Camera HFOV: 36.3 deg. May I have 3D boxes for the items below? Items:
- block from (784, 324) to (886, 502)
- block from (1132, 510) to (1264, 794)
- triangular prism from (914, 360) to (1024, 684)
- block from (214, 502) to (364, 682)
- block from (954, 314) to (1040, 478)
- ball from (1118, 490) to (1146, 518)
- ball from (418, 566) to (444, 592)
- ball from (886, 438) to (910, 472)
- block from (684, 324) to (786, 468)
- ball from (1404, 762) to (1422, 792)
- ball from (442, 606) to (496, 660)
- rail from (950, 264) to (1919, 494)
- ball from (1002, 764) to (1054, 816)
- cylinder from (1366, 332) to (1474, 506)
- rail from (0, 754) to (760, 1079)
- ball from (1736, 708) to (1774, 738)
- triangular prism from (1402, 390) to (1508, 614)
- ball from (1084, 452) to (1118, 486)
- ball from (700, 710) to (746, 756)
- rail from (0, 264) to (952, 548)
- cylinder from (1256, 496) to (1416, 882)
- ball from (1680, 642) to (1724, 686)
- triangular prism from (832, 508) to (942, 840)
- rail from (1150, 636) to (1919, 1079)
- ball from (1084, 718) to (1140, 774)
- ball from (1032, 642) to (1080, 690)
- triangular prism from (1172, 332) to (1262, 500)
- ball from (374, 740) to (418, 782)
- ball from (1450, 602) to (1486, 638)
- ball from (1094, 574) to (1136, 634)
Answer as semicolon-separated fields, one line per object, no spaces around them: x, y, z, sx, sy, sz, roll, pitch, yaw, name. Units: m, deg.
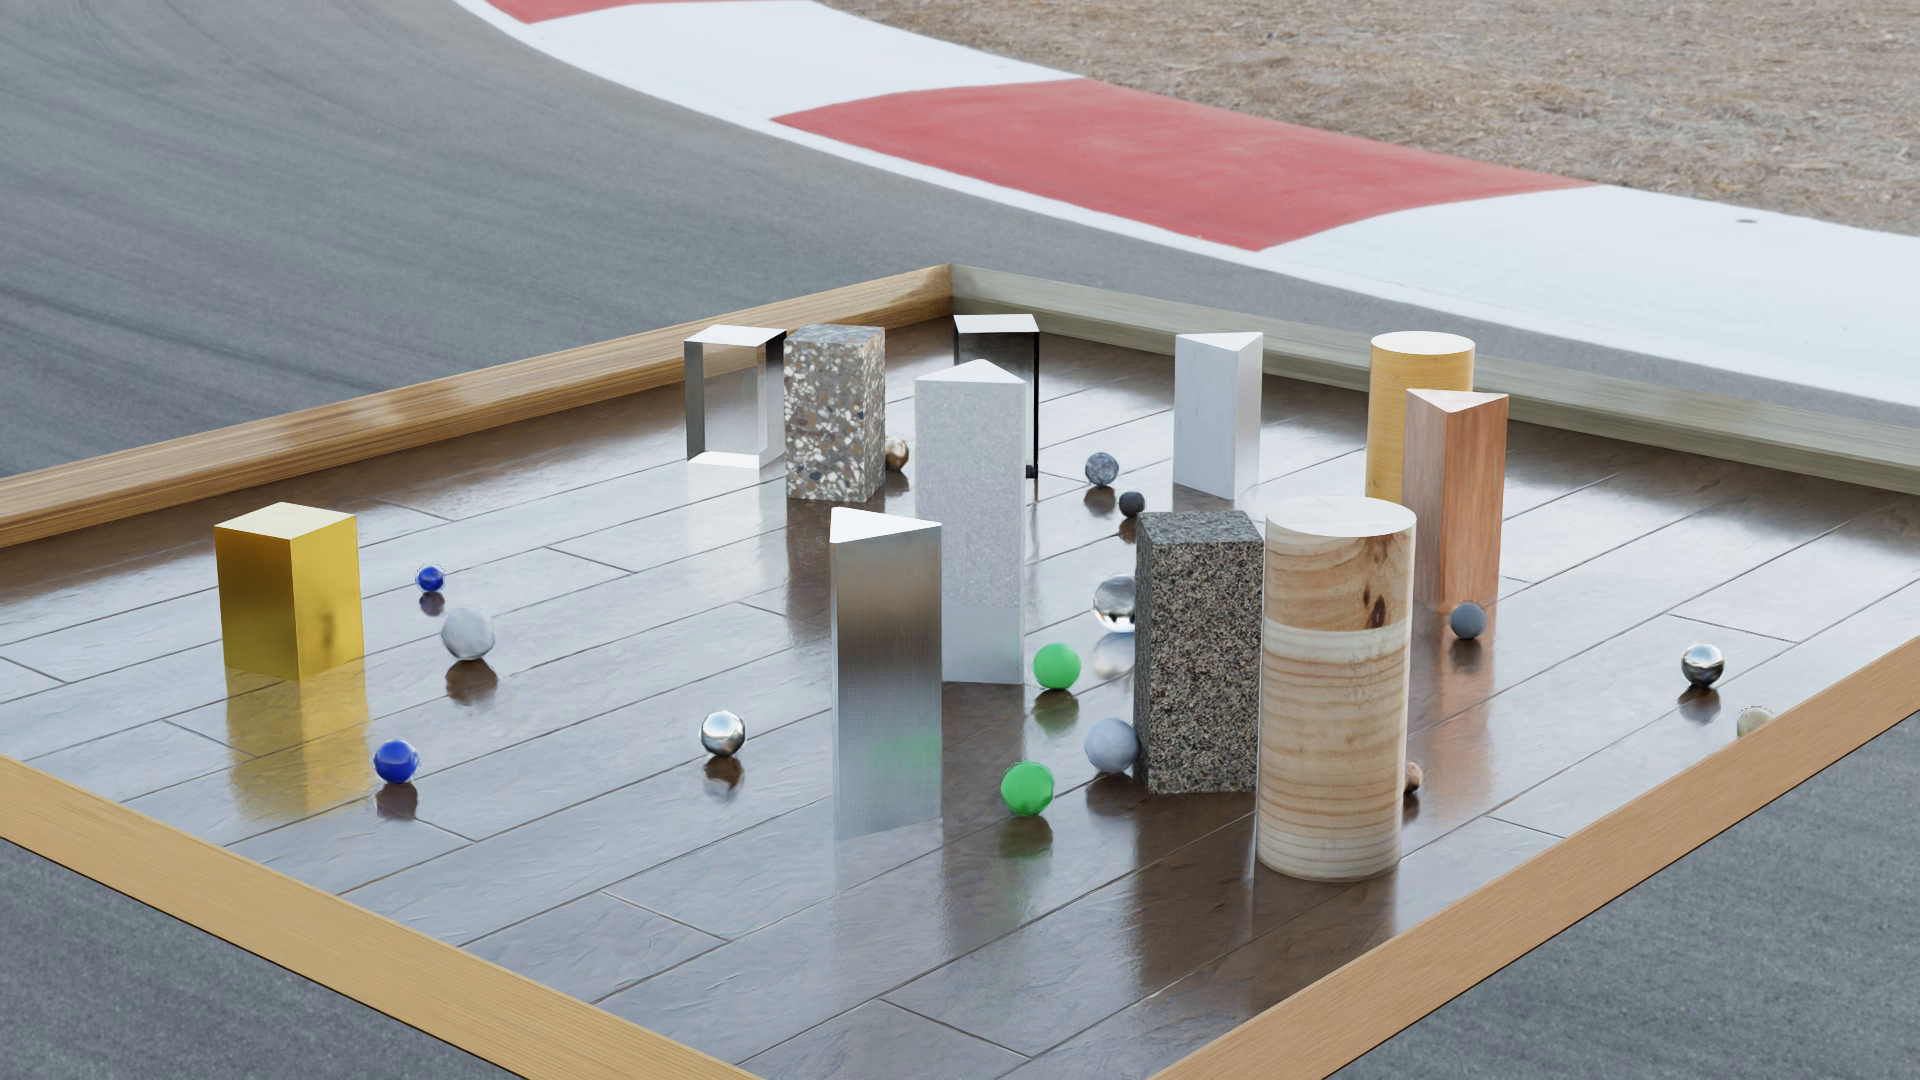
-0.244;-0.251;5.742;0.159;0.314;0.159;4;17;13;block
0.344;0.161;4.263;0.159;0.378;0.159;-1;17;-5;block
0.025;-0.032;4.702;0.172;0.495;0.149;2;17;7;triangular prism
-1.088;0.083;4.765;0.159;0.239;0.159;9;19;28;block
0.072;-0.288;5.887;0.159;0.301;0.159;-1;17;-4;block
0.328;-0.069;5.590;0.053;0.053;0.053;0;17;0;ball
-0.929;0.068;5.150;0.045;0.045;0.045;0;17;0;ball
-0.134;-0.172;5.910;0.066;0.066;0.066;0;17;0;ball
-0.456;-0.295;5.992;0.159;0.254;0.159;6;18;18;block
0.645;0.342;4.237;0.046;0.046;0.046;0;17;0;ball
-0.803;0.153;4.793;0.088;0.088;0.088;0;17;0;ball
1.107;-0.335;6.340;3.037;0.129;0.045;14;22;39;rail
0.096;0.353;4.151;0.075;0.075;0.075;0;17;0;ball
0.893;-0.234;5.700;0.198;0.306;0.198;0;17;0;cylinder
-1.107;0.400;3.899;3.037;0.129;0.045;14;22;39;rail
1.198;0.283;4.413;0.058;0.058;0.058;0;17;0;ball
0.830;-0.076;5.088;0.149;0.357;0.172;16;23;42;triangular prism
0.280;-0.141;5.804;0.067;0.067;0.067;0;17;0;ball
-0.354;0.289;4.375;0.069;0.069;0.069;0;17;0;ball
-1.129;-0.250;6.058;0.045;0.129;3.424;14;22;39;rail
0.505;0.199;3.955;0.198;0.484;0.198;0;17;0;cylinder
1.184;0.198;4.676;0.069;0.069;0.069;0;17;0;ball
-0.136;0.179;4.111;0.172;0.432;0.149;-10;19;-30;triangular prism
1.129;0.315;4.181;0.045;0.129;3.424;14;22;39;rail
0.224;0.303;4.309;0.081;0.081;0.081;0;17;0;ball
0.153;0.201;4.655;0.076;0.076;0.076;0;17;0;ball
0.536;-0.253;5.779;0.149;0.297;0.172;-13;21;-36;triangular prism
-0.822;0.322;4.274;0.064;0.064;0.064;0;17;0;ball
0.849;0.135;4.901;0.060;0.060;0.060;0;17;0;ball
0.273;0.107;4.927;0.099;0.099;0.099;0;17;0;ball
